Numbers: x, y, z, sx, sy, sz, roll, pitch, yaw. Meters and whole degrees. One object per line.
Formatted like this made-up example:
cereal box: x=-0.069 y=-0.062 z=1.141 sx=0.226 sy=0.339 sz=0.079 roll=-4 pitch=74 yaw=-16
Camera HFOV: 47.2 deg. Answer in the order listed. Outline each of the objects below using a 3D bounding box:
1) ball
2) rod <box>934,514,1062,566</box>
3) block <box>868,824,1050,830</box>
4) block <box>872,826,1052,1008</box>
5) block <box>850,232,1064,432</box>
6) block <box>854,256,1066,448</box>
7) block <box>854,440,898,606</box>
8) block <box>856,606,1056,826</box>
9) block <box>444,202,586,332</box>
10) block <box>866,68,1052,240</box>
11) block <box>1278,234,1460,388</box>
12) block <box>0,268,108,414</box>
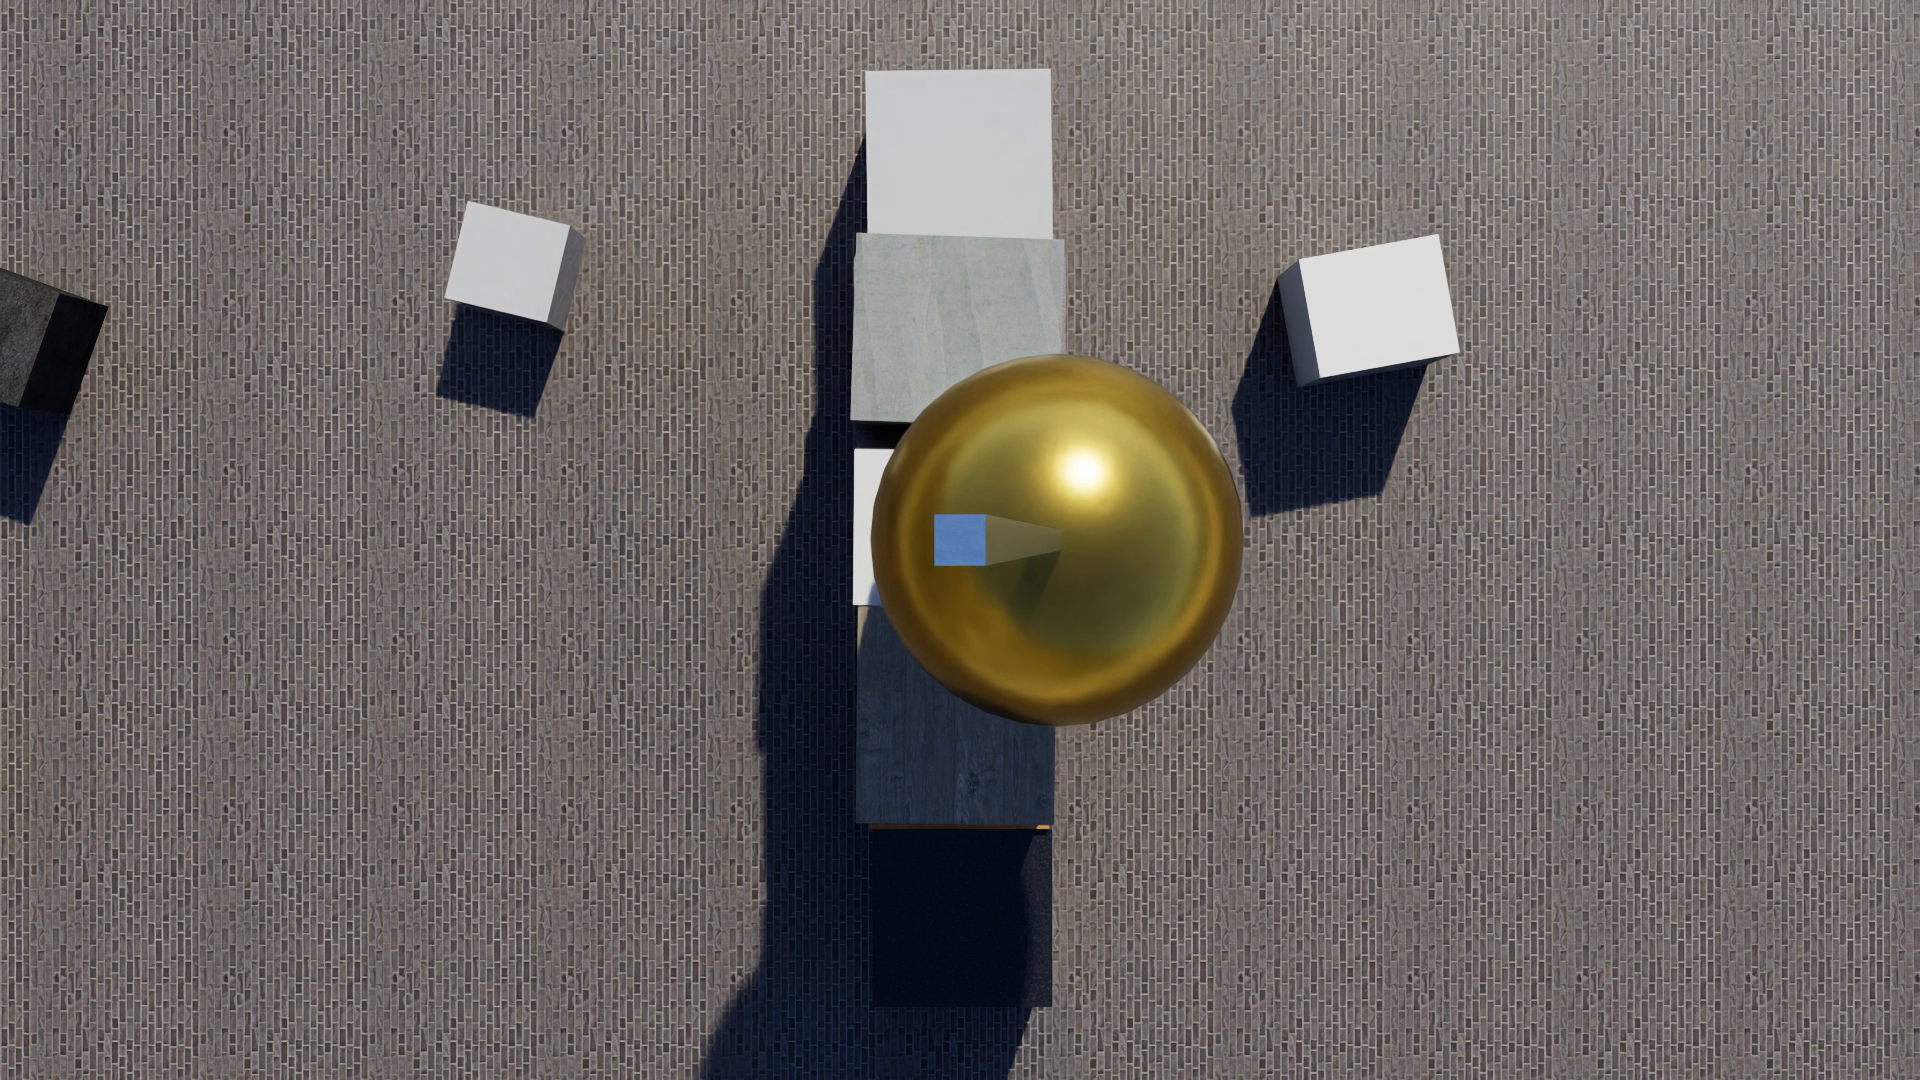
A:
ball: x=0.413 y=0.000 z=9.415 sx=1.600 sy=1.600 sz=1.600 roll=0 pitch=90 yaw=0
rod: x=0.179 y=0.000 z=6.023 sx=0.080 sy=5.200 sz=0.080 roll=0 pitch=90 yaw=4
block: x=-0.006 y=1.117 z=12.493 sx=0.982 sy=1.015 sz=0.918 roll=0 pitch=90 yaw=0
block: x=0.014 y=2.069 z=12.514 sx=0.983 sy=0.972 sz=0.971 roll=0 pitch=90 yaw=0
block: x=-0.013 y=-1.050 z=11.471 sx=1.040 sy=0.976 sz=0.936 roll=2 pitch=90 yaw=0
block: x=-0.002 y=-0.977 z=12.479 sx=1.153 sy=1.041 sz=1.124 roll=0 pitch=90 yaw=0
block: x=-0.111 y=-0.103 z=11.535 sx=0.849 sy=0.905 sz=0.788 roll=1 pitch=96 yaw=0
block: x=-0.020 y=0.880 z=11.485 sx=0.992 sy=1.001 sz=1.080 roll=1 pitch=90 yaw=0
block: x=-2.562 y=-1.575 z=12.720 sx=0.595 sy=0.559 sz=0.564 roll=14 pitch=90 yaw=0
block: x=-0.004 y=-2.049 z=12.468 sx=1.005 sy=1.064 sz=1.006 roll=-1 pitch=90 yaw=0
block: x=2.321 y=-1.295 z=12.584 sx=0.785 sy=0.832 sz=0.666 roll=-10 pitch=90 yaw=0
block: x=-5.493 y=-1.185 z=12.643 sx=0.734 sy=0.713 sz=0.679 roll=20 pitch=90 yaw=0
